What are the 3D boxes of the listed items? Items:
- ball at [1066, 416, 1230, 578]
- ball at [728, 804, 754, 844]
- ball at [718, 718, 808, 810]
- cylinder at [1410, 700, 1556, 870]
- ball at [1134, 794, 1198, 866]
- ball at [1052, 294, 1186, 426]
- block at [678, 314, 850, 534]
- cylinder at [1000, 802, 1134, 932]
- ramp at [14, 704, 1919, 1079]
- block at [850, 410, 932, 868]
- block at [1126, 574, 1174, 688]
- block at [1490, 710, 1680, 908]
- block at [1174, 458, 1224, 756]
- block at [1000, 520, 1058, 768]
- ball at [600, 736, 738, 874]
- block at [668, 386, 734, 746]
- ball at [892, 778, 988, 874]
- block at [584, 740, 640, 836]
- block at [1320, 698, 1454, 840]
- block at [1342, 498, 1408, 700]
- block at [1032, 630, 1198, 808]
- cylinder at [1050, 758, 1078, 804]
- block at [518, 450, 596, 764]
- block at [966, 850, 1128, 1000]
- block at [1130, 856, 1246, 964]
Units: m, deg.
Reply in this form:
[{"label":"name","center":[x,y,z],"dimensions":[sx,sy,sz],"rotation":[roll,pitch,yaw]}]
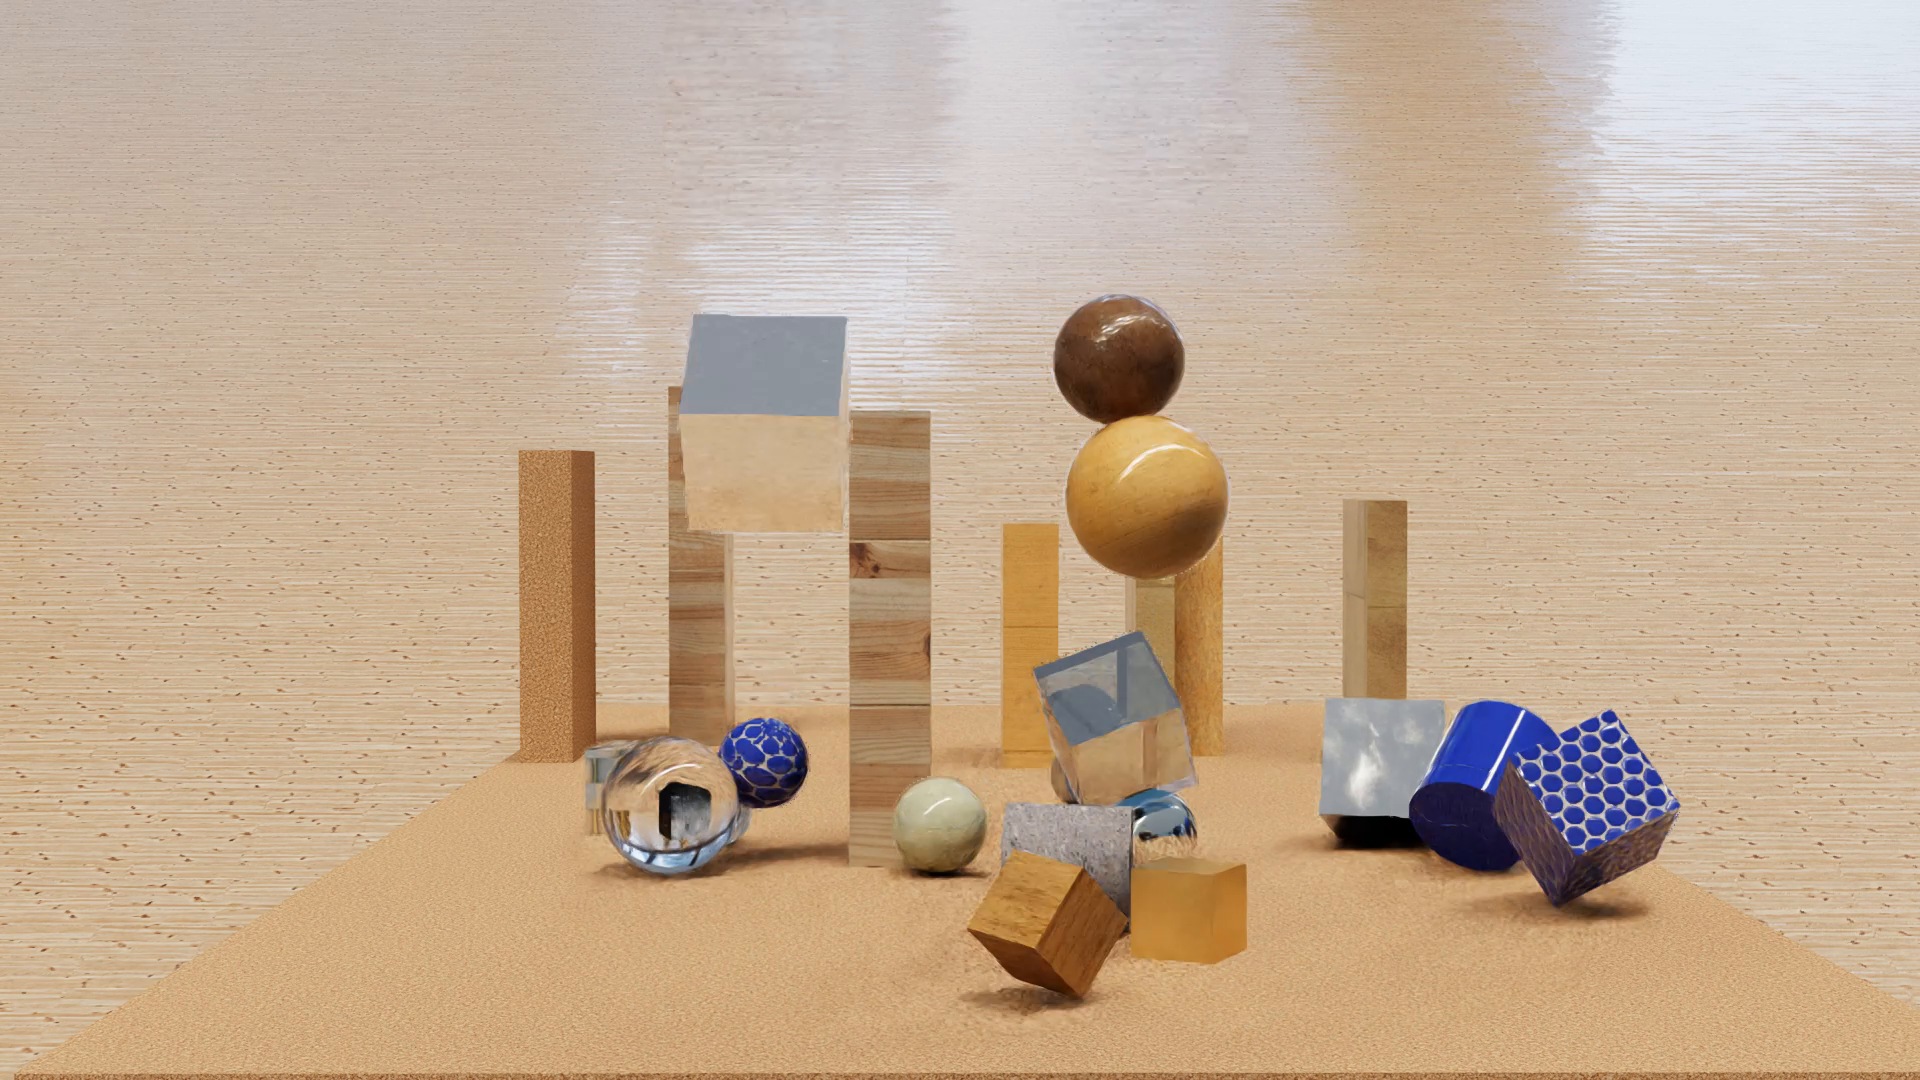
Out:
[{"label":"ball","center":[0.164,-0.038,2.261],"dimensions":[0.143,0.143,0.143],"rotation":[0,25,0]},{"label":"ball","center":[-0.385,0.433,4.113],"dimensions":[0.109,0.109,0.109],"rotation":[0,25,0]},{"label":"ball","center":[-0.302,0.341,3.942],"dimensions":[0.140,0.140,0.140],"rotation":[0,25,0]},{"label":"cylinder","center":[0.789,0.367,3.858],"dimensions":[0.180,0.180,0.180],"rotation":[13,45,26]},{"label":"ball","center":[0.281,0.429,3.779],"dimensions":[0.135,0.135,0.135],"rotation":[0,25,0]},{"label":"ball","center":[0.145,-0.164,2.342],"dimensions":[0.120,0.120,0.120],"rotation":[0,25,0]},{"label":"block","center":[-0.197,-0.120,2.653],"dimensions":[0.158,0.158,0.158],"rotation":[1,43,1]},{"label":"cylinder","center":[0.141,0.425,3.348],"dimensions":[0.163,0.163,0.163],"rotation":[1,25,6]},{"label":"ramp","center":[0.058,0.525,4.563],"dimensions":[2.000,0.100,4.000],"rotation":[0,2,0]},{"label":"block","center":[-0.106,0.146,4.003],"dimensions":[0.122,0.688,0.254],"rotation":[0,2,0]},{"label":"block","center":[0.401,0.191,5.460],"dimensions":[0.080,0.518,0.329],"rotation":[0,2,0]},{"label":"block","center":[0.839,0.362,3.472],"dimensions":[0.162,0.162,0.162],"rotation":[-23,60,-13]},{"label":"block","center":[0.481,0.136,5.554],"dimensions":[0.134,0.623,0.353],"rotation":[0,2,0]},{"label":"block","center":[0.141,0.208,5.332],"dimensions":[0.110,0.491,0.351],"rotation":[0,2,0]},{"label":"ball","center":[-0.431,0.393,3.826],"dimensions":[0.205,0.205,0.205],"rotation":[0,25,0]},{"label":"block","center":[-0.571,0.054,5.707],"dimensions":[0.120,0.780,0.240],"rotation":[0,2,0]},{"label":"ball","center":[-0.029,0.423,3.814],"dimensions":[0.142,0.142,0.142],"rotation":[0,25,0]},{"label":"block","center":[-0.531,0.412,4.277],"dimensions":[0.142,0.142,0.142],"rotation":[0,2,11]},{"label":"block","center":[0.687,0.368,4.117],"dimensions":[0.187,0.187,0.187],"rotation":[0,-17,18]},{"label":"block","center":[0.867,0.184,5.400],"dimensions":[0.080,0.536,0.335],"rotation":[0,2,0]},{"label":"block","center":[0.225,0.271,3.738],"dimensions":[0.169,0.169,0.169],"rotation":[-20,42,-5]},{"label":"cylinder","center":[0.224,0.402,4.409],"dimensions":[0.118,0.118,0.118],"rotation":[-5,-5,-10]},{"label":"block","center":[-0.846,0.132,5.432],"dimensions":[0.107,0.639,0.342],"rotation":[0,2,0]},{"label":"block","center":[0.099,0.431,2.896],"dimensions":[0.107,0.107,0.107],"rotation":[8,57,46]},{"label":"block","center":[0.283,0.458,3.194],"dimensions":[0.109,0.109,0.109],"rotation":[1,2,28]}]
